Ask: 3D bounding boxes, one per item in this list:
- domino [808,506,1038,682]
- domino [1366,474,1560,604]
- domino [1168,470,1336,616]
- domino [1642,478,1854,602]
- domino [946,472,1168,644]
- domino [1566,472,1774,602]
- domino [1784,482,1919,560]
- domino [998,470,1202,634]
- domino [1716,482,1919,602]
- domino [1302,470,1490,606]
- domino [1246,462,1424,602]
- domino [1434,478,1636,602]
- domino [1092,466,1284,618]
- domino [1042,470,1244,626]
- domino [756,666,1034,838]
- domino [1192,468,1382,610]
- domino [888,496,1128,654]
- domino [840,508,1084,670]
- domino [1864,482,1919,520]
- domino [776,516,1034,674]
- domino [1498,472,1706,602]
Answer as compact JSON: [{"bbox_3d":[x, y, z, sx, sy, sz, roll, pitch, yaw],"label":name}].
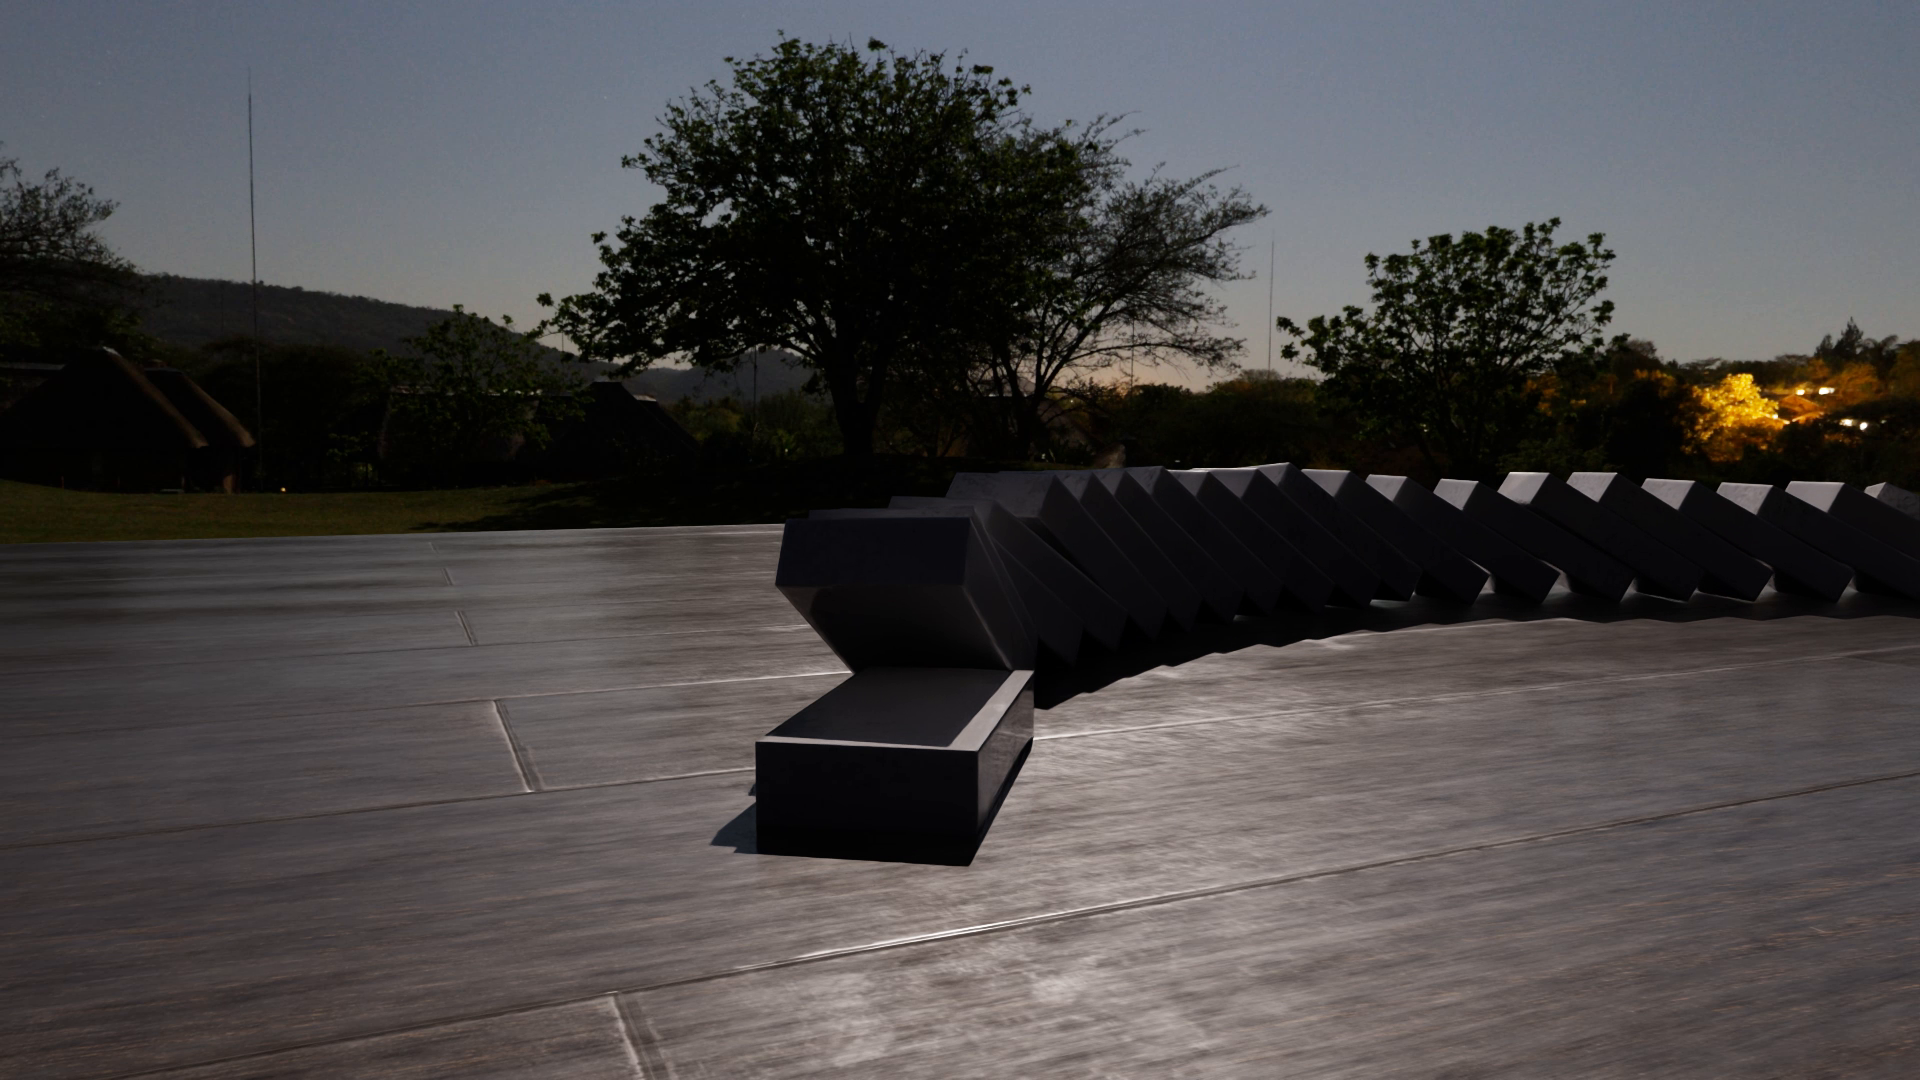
[{"bbox_3d":[-0.005,0.010,0.206,0.025,0.009,0.050,-1,-25,15],"label":"domino"},{"bbox_3d":[0.135,-0.001,0.351,0.050,0.010,0.025,31,1,-7],"label":"domino"},{"bbox_3d":[0.067,0.001,0.318,0.050,0.009,0.025,37,-14,-26],"label":"domino"},{"bbox_3d":[0.216,0.000,0.356,0.050,0.010,0.025,29,4,-2],"label":"domino"},{"bbox_3d":[0.020,0.004,0.266,0.025,0.009,0.050,4,-30,41],"label":"domino"},{"bbox_3d":[0.193,-0.001,0.354,0.050,0.009,0.025,32,3,-2],"label":"domino"},{"bbox_3d":[0.258,0.000,0.356,0.050,0.010,0.025,28,5,1],"label":"domino"},{"bbox_3d":[0.030,0.003,0.279,0.025,0.009,0.050,3,-30,43],"label":"domino"},{"bbox_3d":[0.238,0.000,0.356,0.050,0.009,0.025,27,5,0],"label":"domino"},{"bbox_3d":[0.114,-0.001,0.344,0.050,0.009,0.025,34,-4,-14],"label":"domino"},{"bbox_3d":[0.094,-0.002,0.336,0.050,0.010,0.025,35,-13,-19],"label":"domino"},{"bbox_3d":[0.157,0.000,0.354,0.050,0.009,0.025,29,3,-4],"label":"domino"},{"bbox_3d":[0.052,0.001,0.305,0.050,0.010,0.025,39,-22,-31],"label":"domino"},{"bbox_3d":[0.041,0.002,0.293,0.025,0.009,0.050,4,-30,50],"label":"domino"},{"bbox_3d":[-0.006,0.025,0.165,0.025,0.010,0.050,1,4,10],"label":"domino"},{"bbox_3d":[0.081,0.000,0.326,0.050,0.010,0.025,36,-14,-24],"label":"domino"},{"bbox_3d":[0.009,0.007,0.251,0.025,0.009,0.050,4,-24,40],"label":"domino"},{"bbox_3d":[0.001,0.009,0.231,0.025,0.009,0.050,3,-23,31],"label":"domino"},{"bbox_3d":[0.282,0.000,0.361,0.050,0.010,0.025,29,11,23],"label":"domino"},{"bbox_3d":[-0.006,0.012,0.187,0.025,0.010,0.050,0,-25,14],"label":"domino"},{"bbox_3d":[0.175,-0.001,0.354,0.050,0.010,0.025,32,3,-2],"label":"domino"}]
